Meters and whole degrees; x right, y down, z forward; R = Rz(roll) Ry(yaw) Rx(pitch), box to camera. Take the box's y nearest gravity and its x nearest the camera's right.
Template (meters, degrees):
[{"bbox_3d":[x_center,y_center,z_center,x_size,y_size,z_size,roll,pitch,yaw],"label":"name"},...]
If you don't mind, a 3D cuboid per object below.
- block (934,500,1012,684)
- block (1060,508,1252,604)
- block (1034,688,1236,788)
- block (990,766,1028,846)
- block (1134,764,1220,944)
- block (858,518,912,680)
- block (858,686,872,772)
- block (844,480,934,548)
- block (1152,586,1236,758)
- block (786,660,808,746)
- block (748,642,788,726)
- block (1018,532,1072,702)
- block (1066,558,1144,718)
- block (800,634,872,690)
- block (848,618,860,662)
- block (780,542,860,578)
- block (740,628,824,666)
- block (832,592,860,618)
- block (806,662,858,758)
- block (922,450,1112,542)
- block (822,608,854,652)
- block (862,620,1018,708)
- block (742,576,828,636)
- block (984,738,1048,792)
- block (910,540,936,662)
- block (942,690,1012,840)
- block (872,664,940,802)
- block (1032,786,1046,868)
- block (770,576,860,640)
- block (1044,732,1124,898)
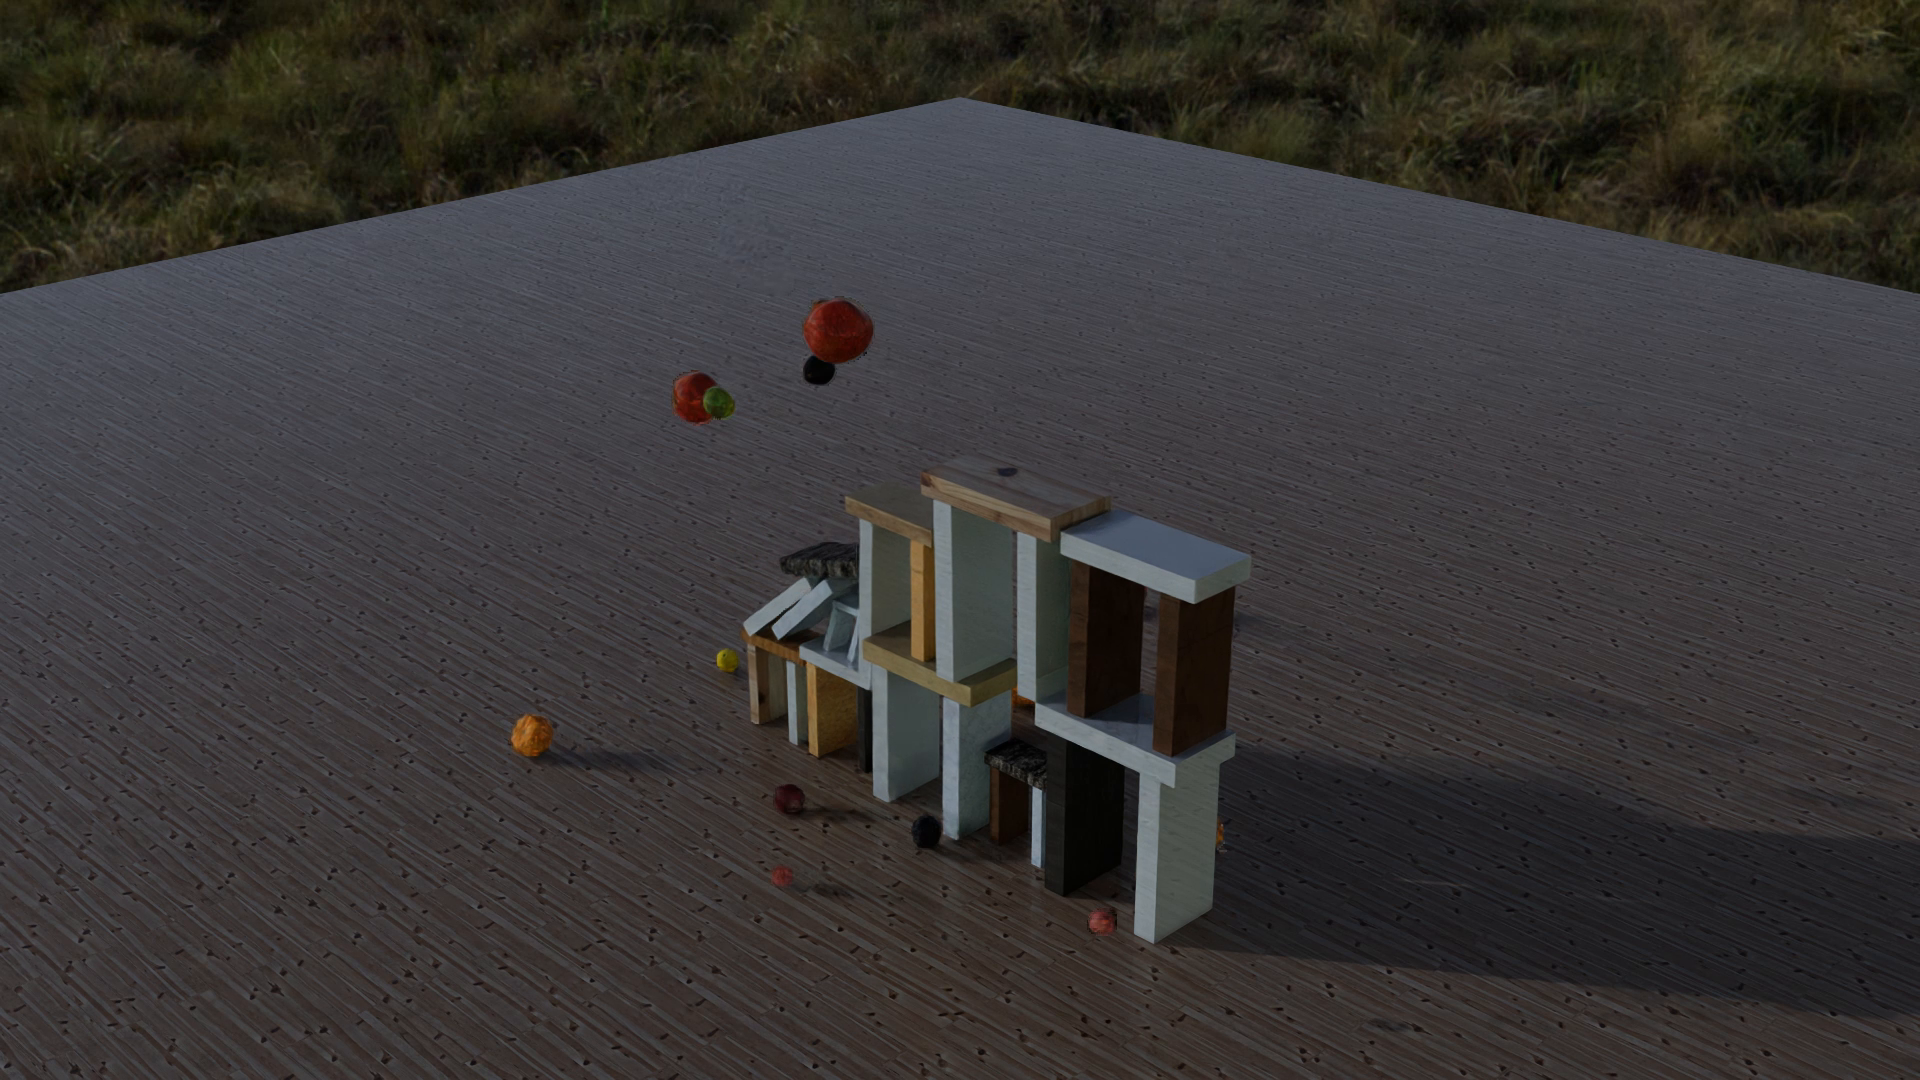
[{"bbox_3d":[0.027,0.077,4.220,0.047,0.367,0.164,20,30,41],"label":"block"},{"bbox_3d":[0.342,0.026,3.870,0.307,0.043,0.153,21,31,40],"label":"block"},{"bbox_3d":[0.318,0.345,4.022,0.338,0.048,0.169,21,31,41],"label":"block"},{"bbox_3d":[0.097,0.511,4.339,0.024,0.171,0.085,21,31,41],"label":"block"},{"bbox_3d":[0.397,0.554,4.024,0.048,0.337,0.169,21,31,41],"label":"block"},{"bbox_3d":[-0.145,0.102,4.439,0.035,0.351,0.125,24,32,39],"label":"block"},{"bbox_3d":[-0.157,0.374,4.602,0.108,0.216,0.031,-11,26,-25],"label":"block"},{"bbox_3d":[-0.096,-0.053,4.310,0.125,0.035,0.250,-21,31,-40],"label":"block"},{"bbox_3d":[0.412,0.215,3.874,0.043,0.307,0.153,22,32,40],"label":"block"},{"bbox_3d":[-0.324,0.336,4.722,0.096,0.193,0.027,-21,31,-40],"label":"block"},{"bbox_3d":[-0.415,0.300,4.807,0.027,0.193,0.096,20,30,40],"label":"block"},{"bbox_3d":[0.180,0.119,4.073,0.164,0.329,0.047,-21,30,-41],"label":"block"},{"bbox_3d":[0.267,0.158,4.008,0.153,0.307,0.043,-21,32,-40],"label":"block"},{"bbox_3d":[-0.222,0.249,4.581,0.216,0.031,0.108,21,31,40],"label":"block"},{"bbox_3d":[-0.196,0.197,4.523,0.055,0.111,0.016,-22,49,-41],"label":"block"},{"bbox_3d":[-0.248,0.041,4.519,0.120,0.034,0.239,-22,16,-41],"label":"block"},{"bbox_3d":[-0.370,0.215,4.726,0.193,0.027,0.096,20,30,38],"label":"block"},{"bbox_3d":[-0.204,0.136,4.506,0.111,0.016,0.055,21,31,41],"label":"block"},{"bbox_3d":[-0.272,0.344,4.674,0.108,0.216,0.031,-19,30,-38],"label":"block"},{"bbox_3d":[0.102,-0.085,4.072,0.328,0.047,0.164,21,31,40],"label":"block"},{"bbox_3d":[-0.248,0.177,4.571,0.055,0.111,0.016,-21,51,-40],"label":"block"},{"bbox_3d":[-0.034,0.240,4.361,0.304,0.043,0.152,21,31,40],"label":"block"},{"bbox_3d":[-0.344,0.123,4.653,0.120,0.034,0.266,-22,-9,-42],"label":"block"},{"bbox_3d":[0.138,0.436,4.263,0.171,0.024,0.085,21,31,41],"label":"block"},{"bbox_3d":[-0.039,0.102,4.311,0.125,0.250,0.035,-21,31,-41],"label":"block"},{"bbox_3d":[0.034,0.428,4.362,0.043,0.304,0.152,21,31,39],"label":"block"},{"bbox_3d":[-0.110,0.370,4.498,0.043,0.304,0.152,20,30,38],"label":"block"},{"bbox_3d":[0.178,0.542,4.264,0.024,0.171,0.086,21,31,41],"label":"block"},{"bbox_3d":[-0.287,0.128,4.586,0.120,0.034,0.239,-23,-12,-42],"label":"block"},{"bbox_3d":[0.238,0.491,4.171,0.048,0.338,0.169,21,31,40],"label":"block"}]
